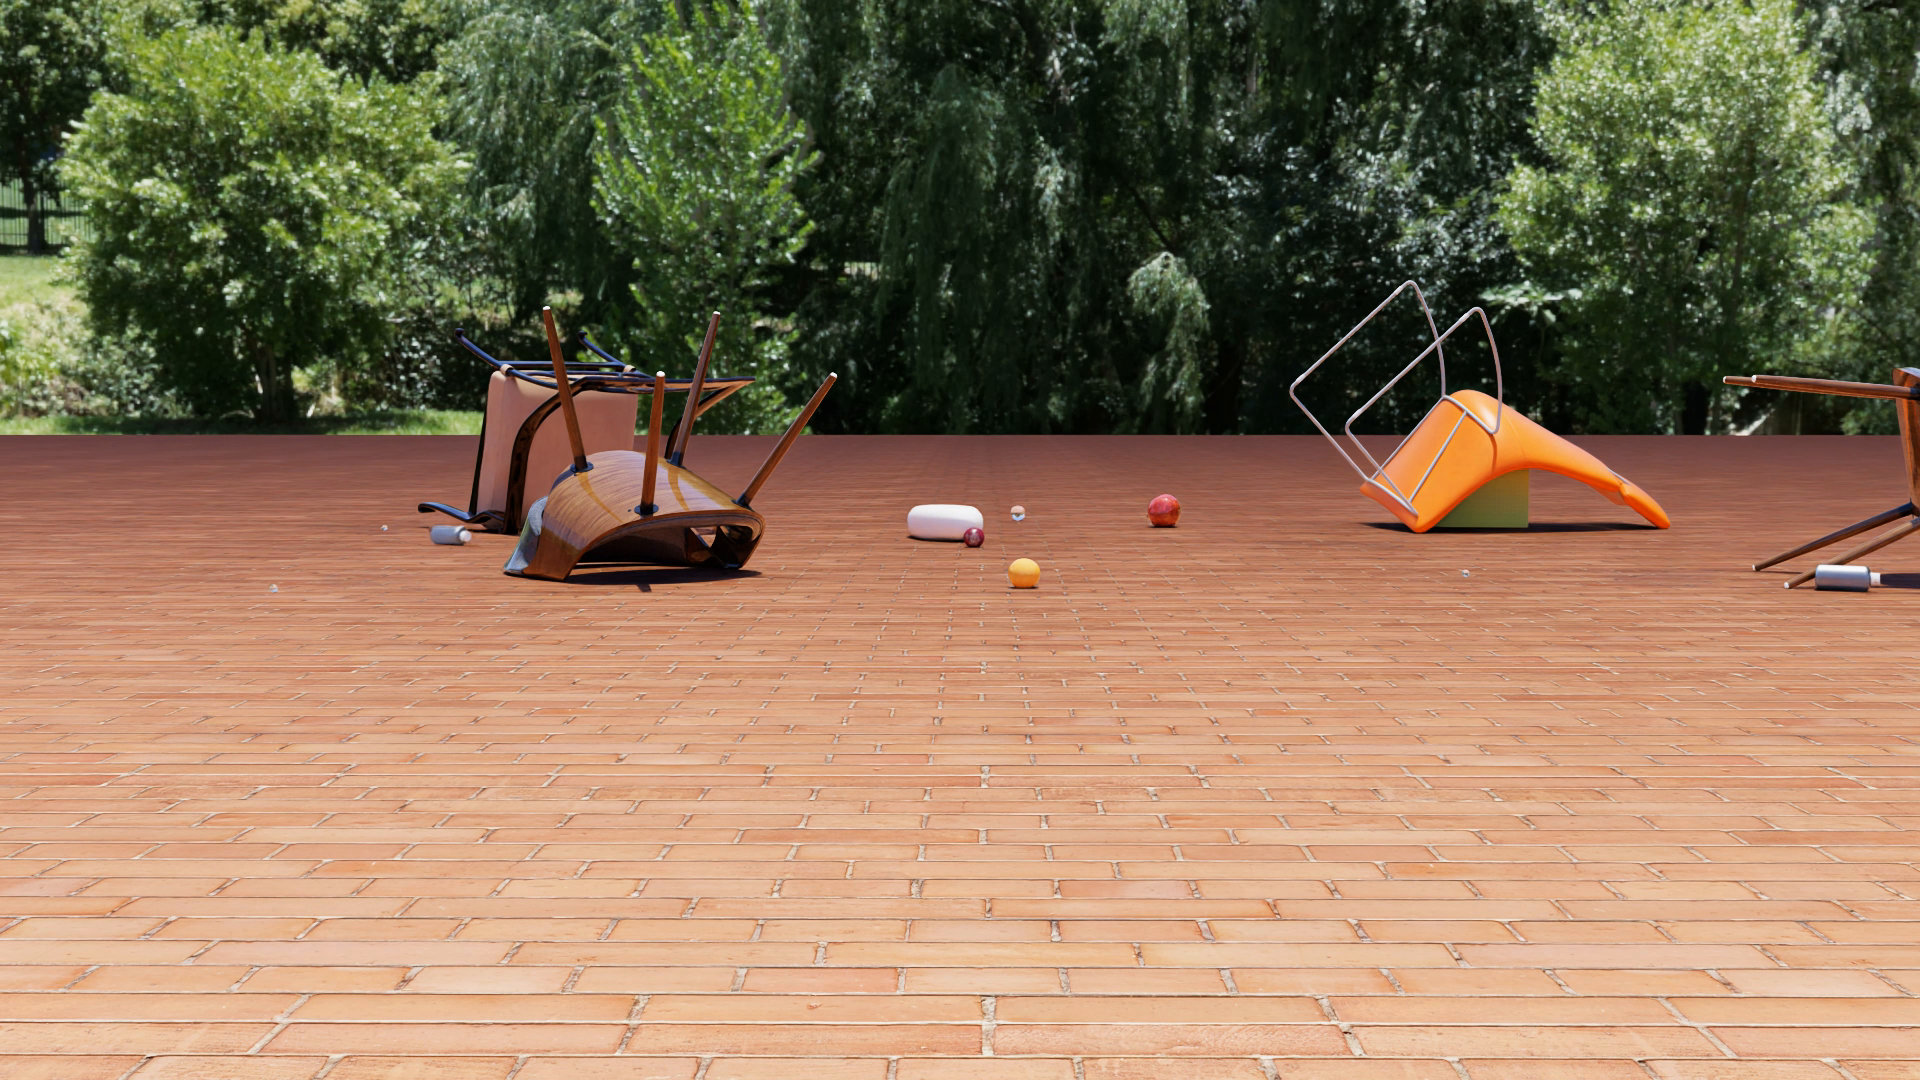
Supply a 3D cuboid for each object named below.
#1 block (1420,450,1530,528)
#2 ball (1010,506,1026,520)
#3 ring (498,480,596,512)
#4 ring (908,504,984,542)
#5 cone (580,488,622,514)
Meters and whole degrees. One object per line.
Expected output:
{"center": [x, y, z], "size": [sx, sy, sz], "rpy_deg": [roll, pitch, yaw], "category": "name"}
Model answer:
{"center": [1.700, -0.171, 7.280], "size": [0.322, 0.240, 0.268], "rpy_deg": [0, 4, 7], "category": "block"}
{"center": [0.198, -0.092, 7.508], "size": [0.052, 0.052, 0.052], "rpy_deg": [0, 4, 0], "category": "ball"}
{"center": [-1.527, -0.165, 8.166], "size": [0.383, 0.109, 0.317], "rpy_deg": [-3, 6, -29], "category": "ring"}
{"center": [-0.046, -0.052, 6.600], "size": [0.194, 0.097, 0.383], "rpy_deg": [-3, 4, -22], "category": "ring"}
{"center": [-1.327, -0.120, 7.979], "size": [0.166, 0.092, 0.128], "rpy_deg": [2, 24, 12], "category": "cone"}
